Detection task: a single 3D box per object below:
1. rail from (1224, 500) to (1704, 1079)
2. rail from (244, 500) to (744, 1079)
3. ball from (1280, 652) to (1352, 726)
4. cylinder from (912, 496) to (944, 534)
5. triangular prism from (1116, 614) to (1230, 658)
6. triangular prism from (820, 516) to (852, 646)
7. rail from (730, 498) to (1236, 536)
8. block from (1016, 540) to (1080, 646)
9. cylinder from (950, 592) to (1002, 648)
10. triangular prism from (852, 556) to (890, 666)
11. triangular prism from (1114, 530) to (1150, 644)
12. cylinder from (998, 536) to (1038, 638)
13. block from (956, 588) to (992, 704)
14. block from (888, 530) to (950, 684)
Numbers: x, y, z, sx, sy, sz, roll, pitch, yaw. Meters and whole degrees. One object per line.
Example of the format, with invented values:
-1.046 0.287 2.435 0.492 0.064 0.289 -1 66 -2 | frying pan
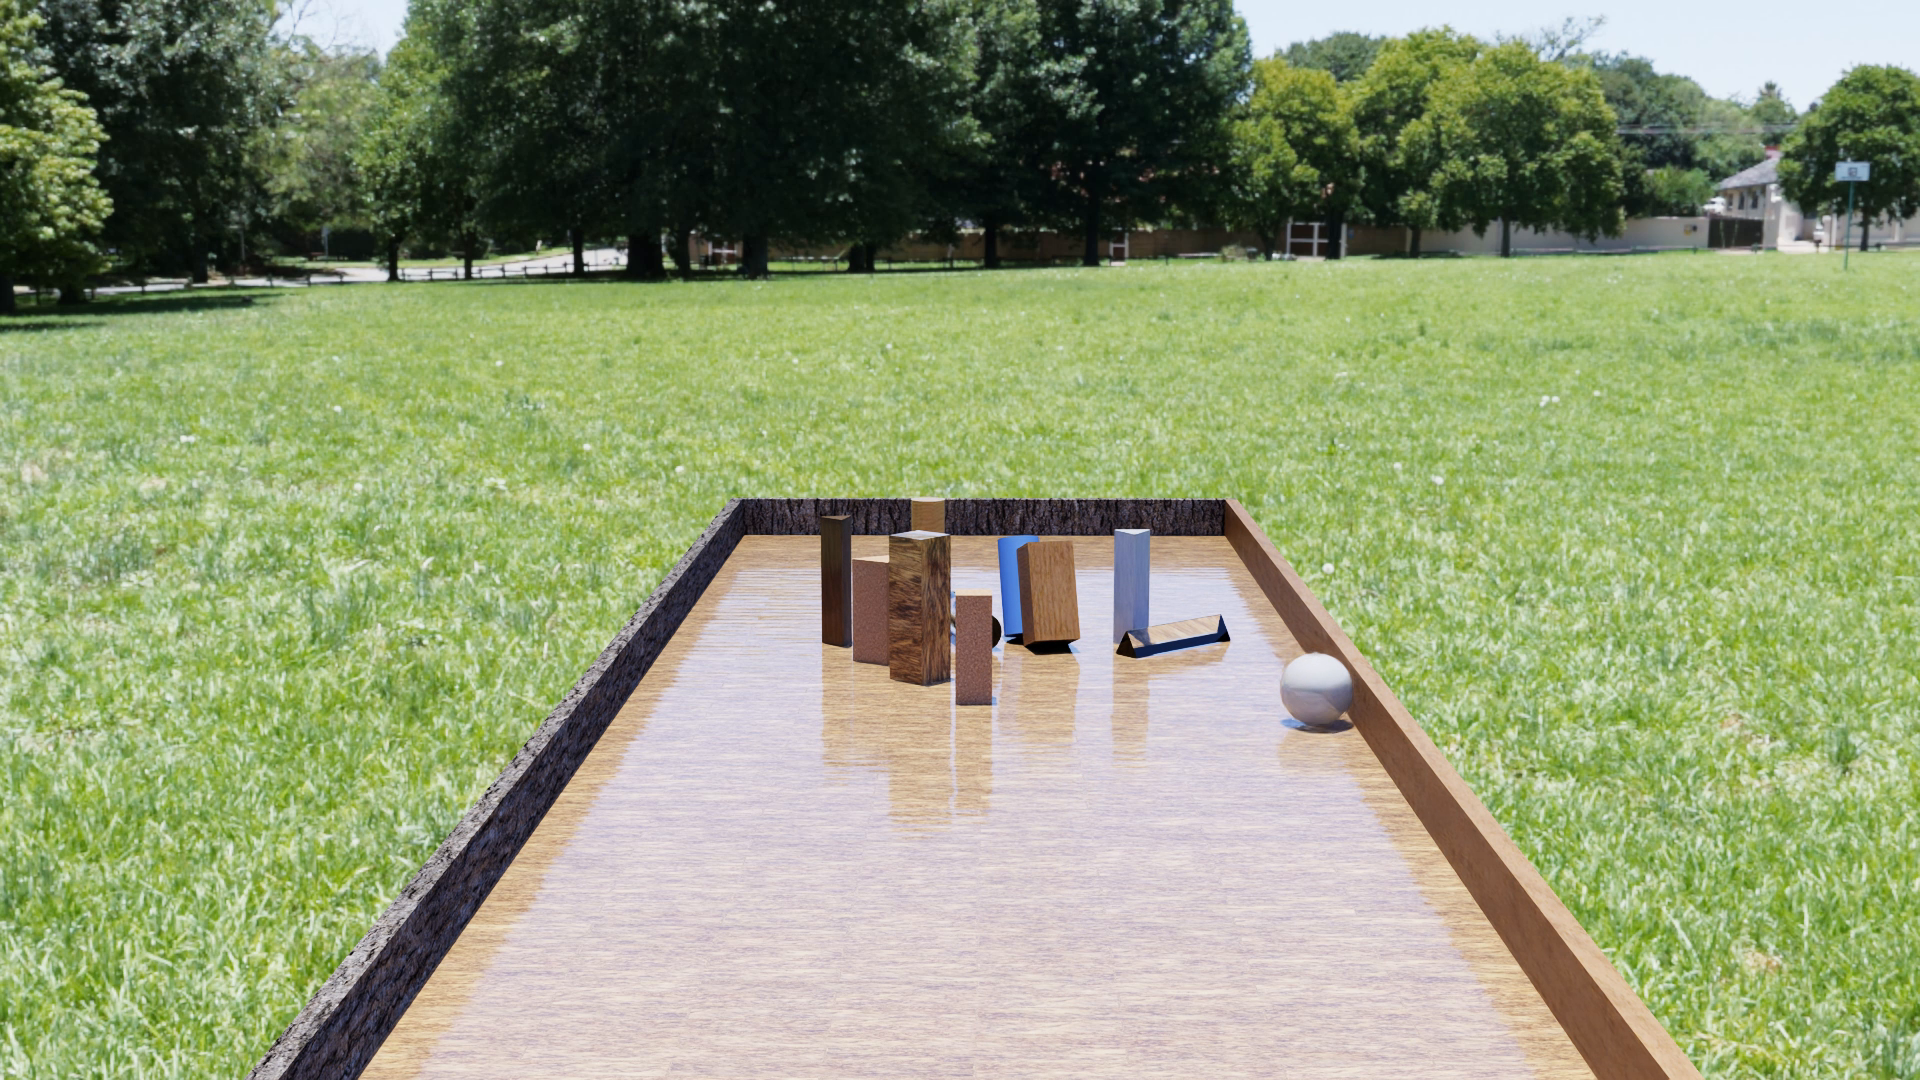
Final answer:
1.046 0.843 3.208 0.050 0.150 12.000 0 9 1 | rail
-1.004 0.839 3.234 0.050 0.150 12.000 0 9 1 | rail
0.952 0.398 5.880 0.194 0.194 0.194 0 9 0 | ball
-0.100 0.099 6.914 0.106 0.460 0.106 0 9 0 | cylinder
0.670 0.296 6.878 0.418 0.078 0.091 -8 12 -40 | triangular prism
-0.374 0.126 6.927 0.096 0.403 0.083 8 12 43 | triangular prism
0.099 -0.098 9.147 2.100 0.150 0.050 0 9 1 | rail
0.275 0.168 6.873 0.145 0.308 0.145 -2 -9 -13 | block
0.020 0.257 6.997 0.122 0.122 0.391 -2 9 -15 | cylinder
-0.242 0.210 6.683 0.130 0.314 0.112 5 11 31 | triangular prism
0.555 0.149 6.912 0.095 0.361 0.110 -5 10 -31 | triangular prism
0.196 0.148 7.002 0.133 0.309 0.133 -4 -9 -1 | cylinder
0.038 0.297 6.152 0.102 0.308 0.102 0 9 0 | block
-0.116 0.195 6.416 0.127 0.426 0.127 8 12 41 | block
